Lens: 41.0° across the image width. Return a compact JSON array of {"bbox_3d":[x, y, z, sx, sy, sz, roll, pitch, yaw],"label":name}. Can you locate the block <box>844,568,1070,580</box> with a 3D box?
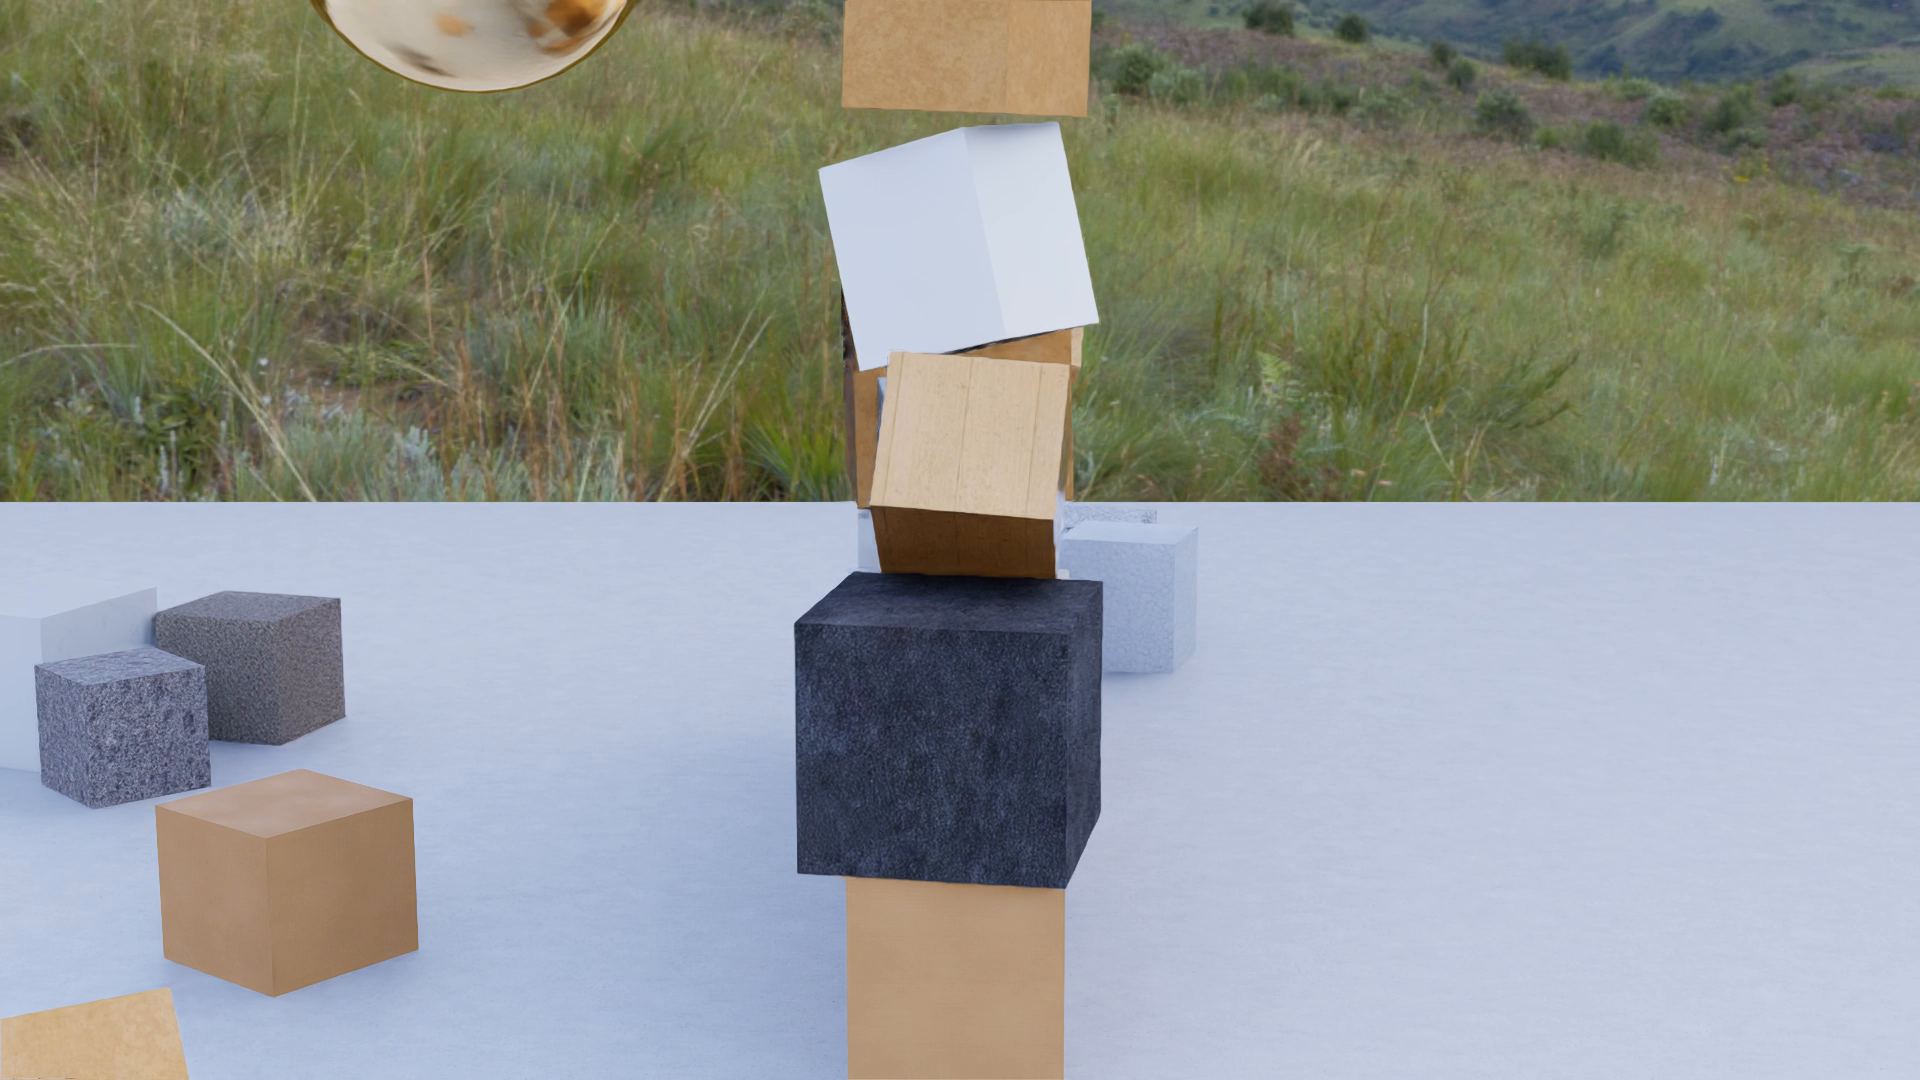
[{"bbox_3d":[-0.016,0.563,10.153,0.909,0.739,0.923,0,10,1],"label":"block"}]

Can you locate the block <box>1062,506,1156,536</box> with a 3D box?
[{"bbox_3d":[0.821,0.184,16.675,0.760,0.673,0.808,3,11,15],"label":"block"}]

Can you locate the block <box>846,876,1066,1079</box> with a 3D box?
[{"bbox_3d":[-0.009,1.467,9.283,0.754,0.790,0.787,0,10,1],"label":"block"}]

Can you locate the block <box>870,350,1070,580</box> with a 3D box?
[{"bbox_3d":[0.052,-0.238,9.382,0.647,0.609,0.683,5,-23,4],"label":"block"}]

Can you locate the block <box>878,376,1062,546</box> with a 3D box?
[{"bbox_3d":[0.032,-0.320,10.276,0.673,0.549,0.627,-2,18,-6],"label":"block"}]

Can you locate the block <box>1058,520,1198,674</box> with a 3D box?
[{"bbox_3d":[1.018,0.338,15.518,0.709,0.783,0.651,3,11,17],"label":"block"}]

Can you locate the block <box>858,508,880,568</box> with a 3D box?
[{"bbox_3d":[-0.013,0.176,11.014,0.802,0.755,0.884,0,12,1],"label":"block"}]

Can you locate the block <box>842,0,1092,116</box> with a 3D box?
[{"bbox_3d":[0.040,-2.003,9.546,0.664,0.811,0.739,7,11,25],"label":"block"}]

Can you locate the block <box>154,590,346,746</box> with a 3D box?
[{"bbox_3d":[-3.845,0.684,13.931,0.728,0.670,0.658,3,11,17],"label":"block"}]

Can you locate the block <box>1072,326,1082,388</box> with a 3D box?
[{"bbox_3d":[0.235,-1.065,13.680,0.701,0.683,0.729,7,-29,-7],"label":"block"}]

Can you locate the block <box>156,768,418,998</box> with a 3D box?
[{"bbox_3d":[-2.700,1.359,10.312,0.718,0.636,0.709,8,13,38],"label":"block"}]

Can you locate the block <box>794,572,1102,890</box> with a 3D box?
[{"bbox_3d":[-0.019,0.649,9.104,0.934,0.883,0.904,2,11,10],"label":"block"}]

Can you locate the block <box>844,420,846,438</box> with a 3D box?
[{"bbox_3d":[-0.115,-0.839,11.873,0.799,0.802,0.727,0,10,1],"label":"block"}]

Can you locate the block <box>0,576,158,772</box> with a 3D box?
[{"bbox_3d":[-4.829,0.691,13.515,0.796,0.805,0.892,4,11,22],"label":"block"}]

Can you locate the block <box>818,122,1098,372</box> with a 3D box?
[{"bbox_3d":[-0.002,-1.115,9.736,0.693,0.778,0.627,-10,4,37],"label":"block"}]

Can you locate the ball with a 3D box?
[{"bbox_3d":[-2.035,-2.671,10.695,1.600,1.600,1.600,0,10,0],"label":"ball"}]

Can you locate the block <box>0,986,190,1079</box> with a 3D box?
[{"bbox_3d":[-2.584,1.767,7.580,0.585,0.508,0.608,-8,53,-24],"label":"block"}]

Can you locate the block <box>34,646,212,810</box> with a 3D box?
[{"bbox_3d":[-4.164,0.924,12.764,0.616,0.615,0.599,-9,14,-41],"label":"block"}]

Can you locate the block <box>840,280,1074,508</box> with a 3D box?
[{"bbox_3d":[-0.028,-0.710,11.012,0.899,0.955,0.913,-2,12,-5],"label":"block"}]
